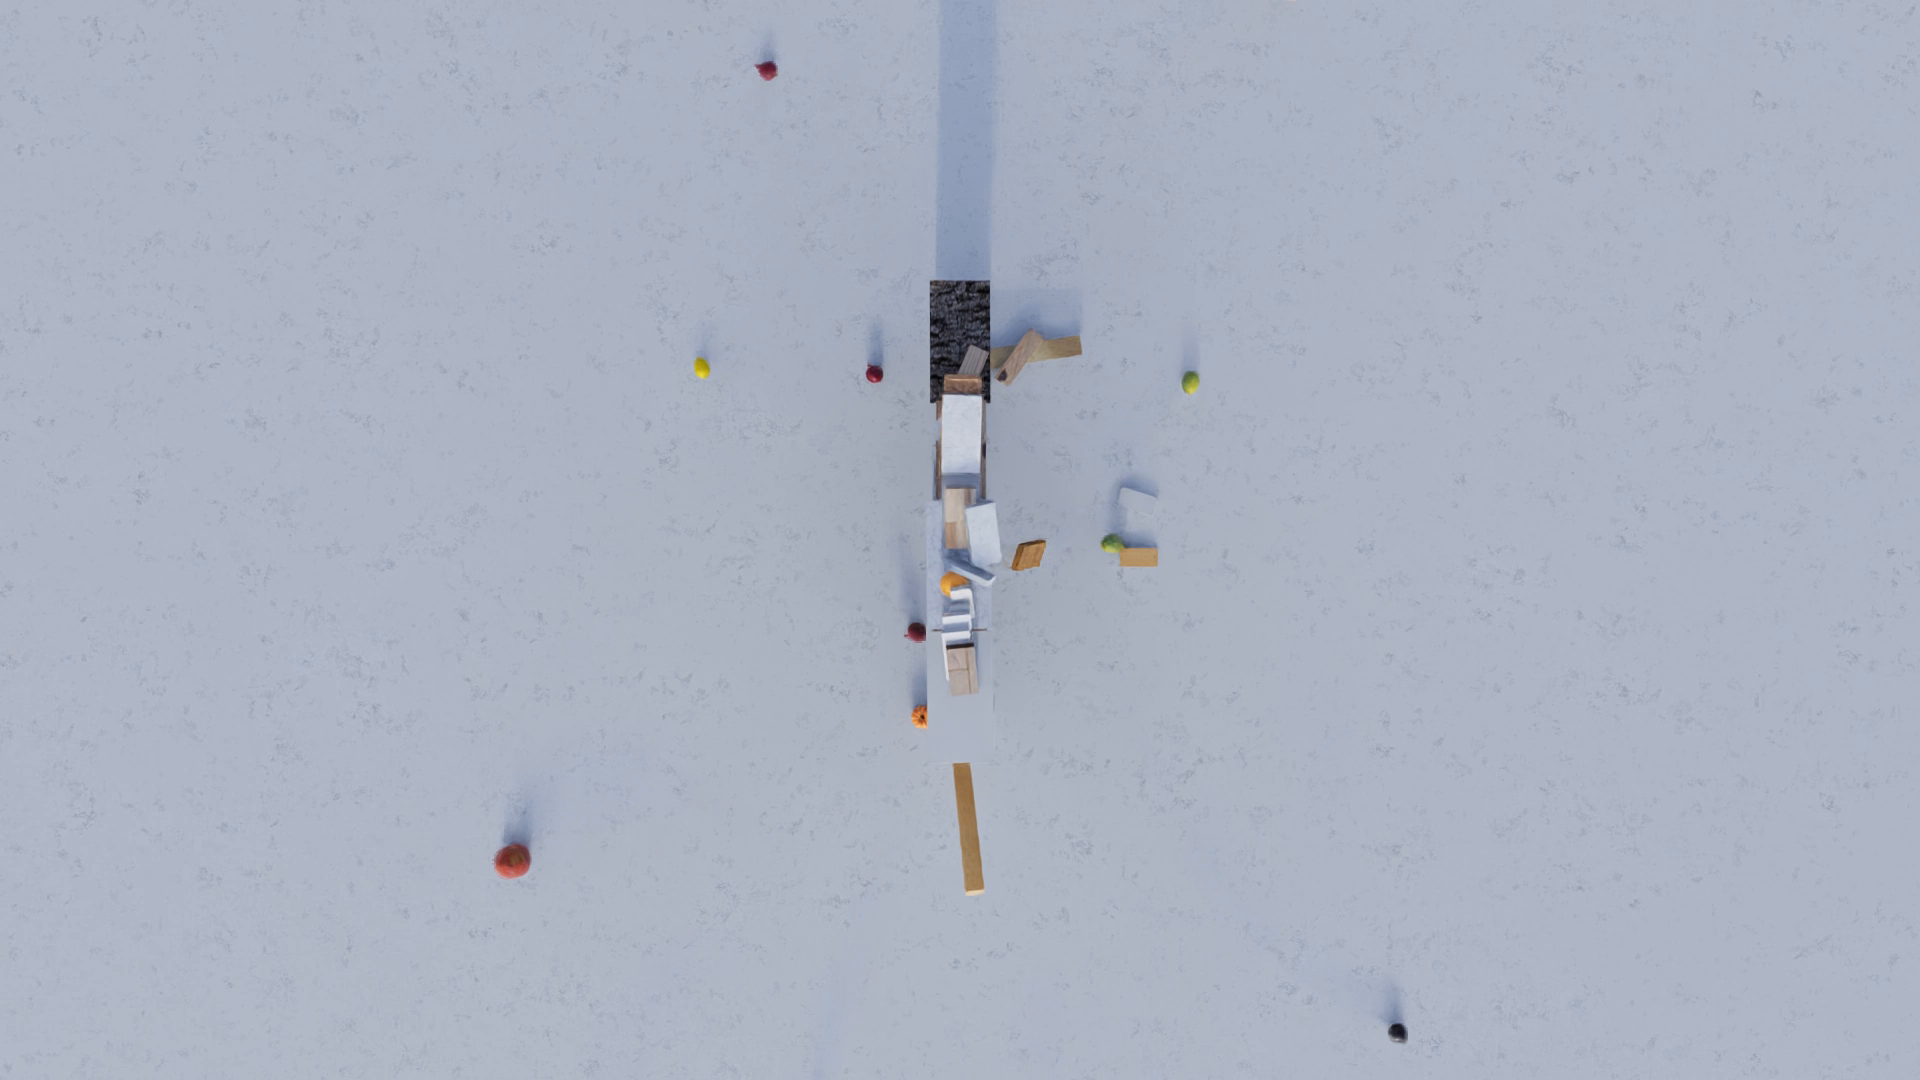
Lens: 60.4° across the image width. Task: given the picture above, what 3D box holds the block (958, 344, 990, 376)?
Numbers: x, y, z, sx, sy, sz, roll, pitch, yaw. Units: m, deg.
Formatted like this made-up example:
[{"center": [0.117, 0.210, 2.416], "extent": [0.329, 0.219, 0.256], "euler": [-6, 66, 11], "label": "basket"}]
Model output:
[{"center": [0.032, -0.474, 4.540], "extent": [0.057, 0.016, 0.114], "euler": [23, 90, 0], "label": "block"}]

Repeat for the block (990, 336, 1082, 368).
[{"center": [0.225, -0.622, 5.491], "extent": [0.359, 0.018, 0.064], "euler": [-8, 90, 0], "label": "block"}]

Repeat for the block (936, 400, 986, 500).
[{"center": [0.003, -0.245, 4.479], "extent": [0.134, 0.038, 0.268], "euler": [0, 90, 0], "label": "block"}]

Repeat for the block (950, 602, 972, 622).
[{"center": [0.003, 0.220, 4.353], "extent": [0.054, 0.015, 0.124], "euler": [-6, 124, 0], "label": "block"}]

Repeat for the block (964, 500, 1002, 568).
[{"center": [0.059, -0.015, 4.322], "extent": [0.081, 0.023, 0.162], "euler": [-13, 108, -18], "label": "block"}]

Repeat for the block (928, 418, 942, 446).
[{"center": [-0.030, -0.271, 4.451], "extent": [0.062, 0.018, 0.124], "euler": [-31, 90, 0], "label": "block"}]

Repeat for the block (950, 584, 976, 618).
[{"center": [0.007, 0.165, 4.337], "extent": [0.054, 0.015, 0.107], "euler": [-9, 130, 0], "label": "block"}]

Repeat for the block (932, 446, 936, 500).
[{"center": [-0.002, -0.118, 4.788], "extent": [0.154, 0.044, 0.309], "euler": [0, 90, 0], "label": "block"}]

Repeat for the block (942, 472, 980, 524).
[{"center": [0.002, -0.142, 4.366], "extent": [0.101, 0.029, 0.203], "euler": [0, 86, 0], "label": "block"}]

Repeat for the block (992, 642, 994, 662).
[{"center": [0.002, 0.302, 4.619], "extent": [0.175, 0.350, 0.050], "euler": [1, 90, 0], "label": "block"}]

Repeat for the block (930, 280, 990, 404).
[{"center": [0.000, -0.548, 4.572], "extent": [0.167, 0.047, 0.335], "euler": [0, 90, 0], "label": "block"}]

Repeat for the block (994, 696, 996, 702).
[{"center": [0.004, 0.486, 4.711], "extent": [0.175, 0.534, 0.050], "euler": [3, 80, 0], "label": "block"}]

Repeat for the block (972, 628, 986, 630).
[{"center": [0.002, 0.185, 4.814], "extent": [0.142, 0.040, 0.284], "euler": [0, 90, 0], "label": "block"}]

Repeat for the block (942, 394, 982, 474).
[{"center": [0.004, -0.278, 4.324], "extent": [0.101, 0.029, 0.203], "euler": [2, 99, 1], "label": "block"}]

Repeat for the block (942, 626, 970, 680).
[{"center": [-0.006, 0.299, 4.349], "extent": [0.074, 0.021, 0.148], "euler": [-6, 120, 0], "label": "block"}]

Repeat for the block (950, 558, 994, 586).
[{"center": [0.033, 0.086, 4.339], "extent": [0.107, 0.054, 0.015], "euler": [24, 115, 13], "label": "block"}]

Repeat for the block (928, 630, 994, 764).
[{"center": [0.001, 0.419, 4.419], "extent": [0.175, 0.050, 0.350], "euler": [0, 90, 0], "label": "block"}]

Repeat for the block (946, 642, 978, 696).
[{"center": [0.006, 0.342, 4.349], "extent": [0.074, 0.021, 0.148], "euler": [-6, 119, 0], "label": "block"}]

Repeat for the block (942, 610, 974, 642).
[{"center": [-0.003, 0.257, 4.349], "extent": [0.074, 0.021, 0.148], "euler": [-6, 120, 0], "label": "block"}]

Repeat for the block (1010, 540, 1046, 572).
[{"center": [0.209, 0.046, 5.018], "extent": [0.023, 0.162, 0.081], "euler": [24, 106, 24], "label": "block"}]

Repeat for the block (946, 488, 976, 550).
[{"center": [0.002, -0.057, 4.329], "extent": [0.081, 0.023, 0.162], "euler": [0, 104, 0], "label": "block"}]

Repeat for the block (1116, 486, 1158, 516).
[{"center": [0.590, -0.129, 5.491], "extent": [0.124, 0.018, 0.062], "euler": [17, 90, 0], "label": "block"}]

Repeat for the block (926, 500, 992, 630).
[{"center": [-0.003, 0.066, 4.402], "extent": [0.170, 0.048, 0.340], "euler": [0, 90, 0], "label": "block"}]

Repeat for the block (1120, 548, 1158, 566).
[{"center": [0.595, 0.058, 5.491], "extent": [0.124, 0.018, 0.062], "euler": [1, 90, 0], "label": "block"}]

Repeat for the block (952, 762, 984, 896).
[{"center": [0.023, 0.883, 5.232], "extent": [0.059, 0.639, 0.017], "euler": [-7, 125, 0], "label": "block"}]

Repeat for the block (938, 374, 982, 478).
[{"center": [0.000, -0.299, 4.378], "extent": [0.101, 0.029, 0.285], "euler": [4, 116, 0], "label": "block"}]

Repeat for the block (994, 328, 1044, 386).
[{"center": [0.196, -0.605, 5.471], "extent": [0.057, 0.016, 0.203], "euler": [36, 95, -5], "label": "block"}]
